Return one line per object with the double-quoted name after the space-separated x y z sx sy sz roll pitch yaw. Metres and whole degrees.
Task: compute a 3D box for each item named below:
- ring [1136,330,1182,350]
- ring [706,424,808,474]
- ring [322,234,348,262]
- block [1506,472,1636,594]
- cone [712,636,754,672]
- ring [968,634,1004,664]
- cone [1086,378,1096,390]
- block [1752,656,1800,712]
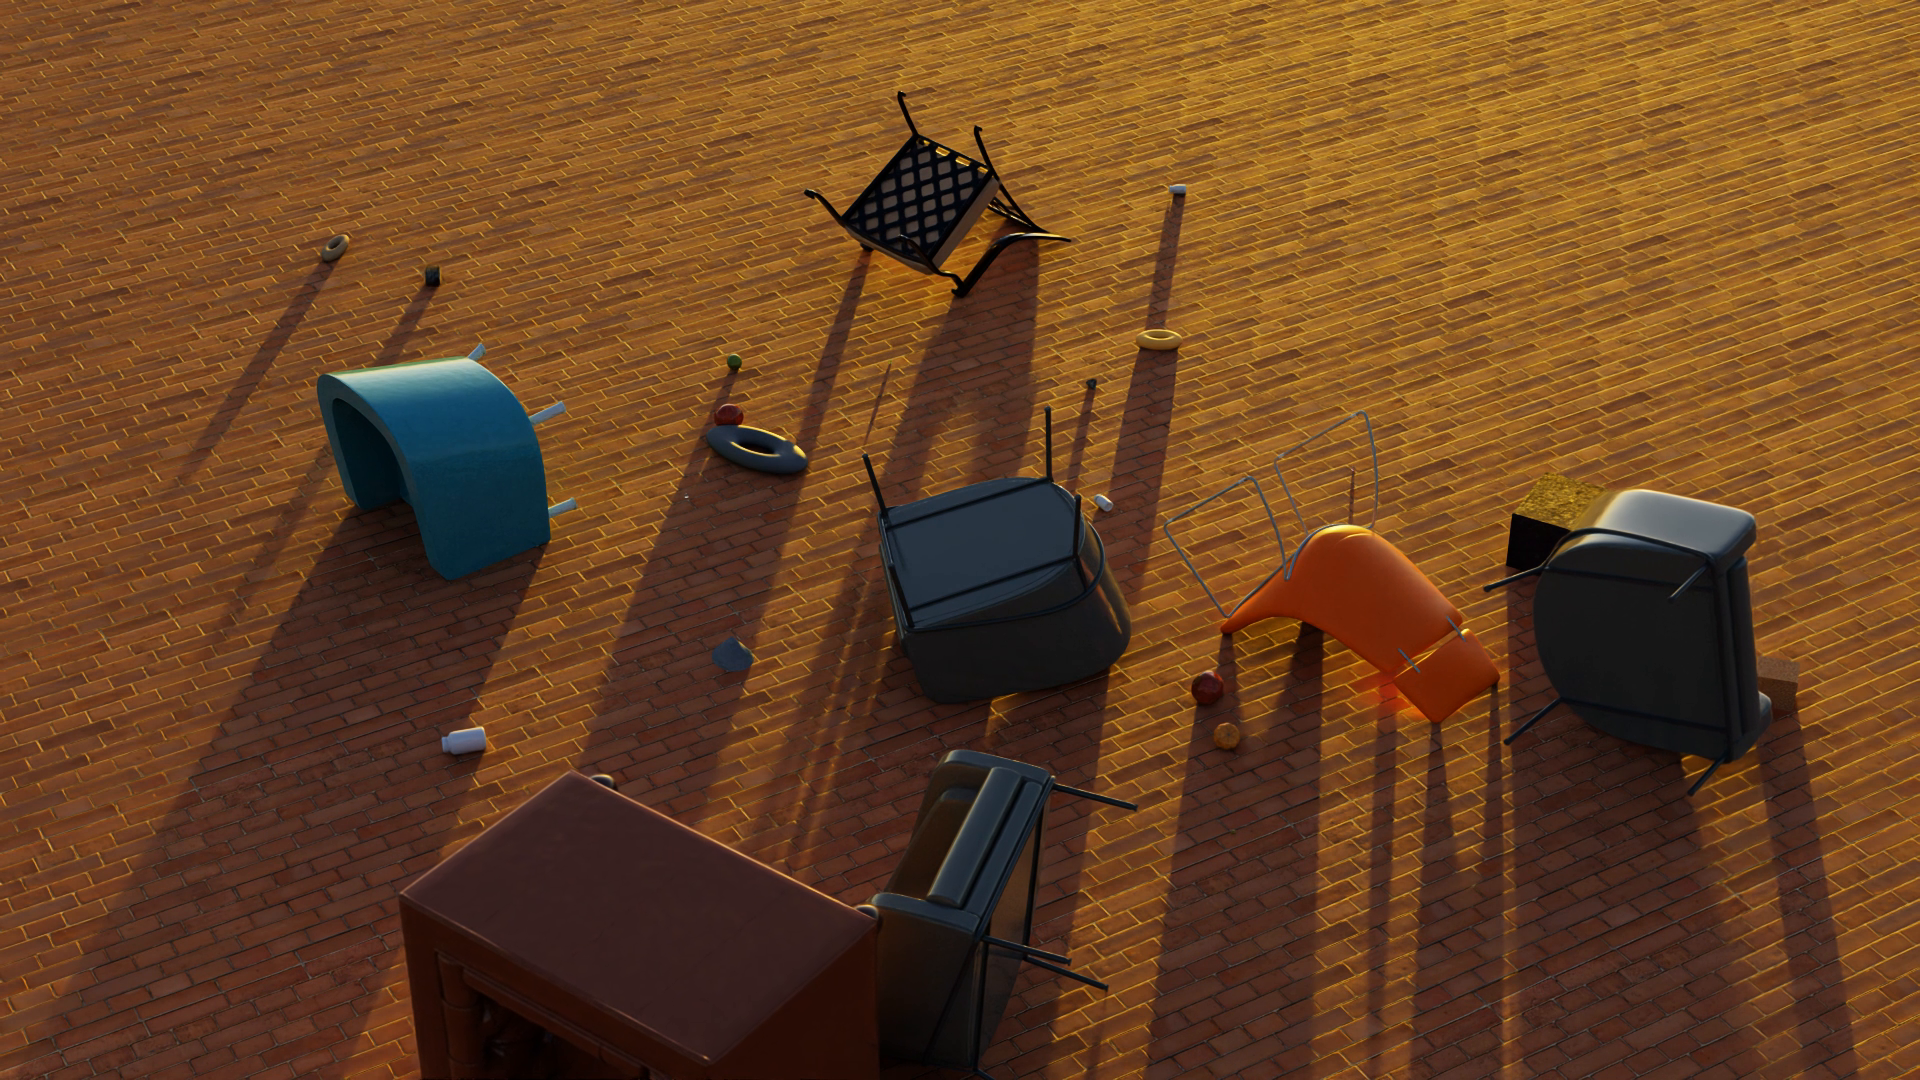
0.826 -0.830 12.160 0.196 0.049 0.112 1 34 1 "ring"
-0.792 -0.353 11.423 0.470 0.065 0.223 21 39 27 "ring"
-2.738 -1.280 12.847 0.089 0.045 0.221 6 33 12 "ring"
2.248 -0.032 10.782 0.353 0.231 0.334 18 37 25 "block"
-0.800 0.374 10.295 0.143 0.090 0.179 -14 36 -20 "cone"
0.089 0.384 10.327 0.128 0.039 0.148 7 35 11 "ring"
0.540 -0.623 11.875 0.049 0.034 0.049 -10 54 -18 "cone"
2.805 0.494 10.084 0.139 0.123 0.125 9 35 14 "block"
